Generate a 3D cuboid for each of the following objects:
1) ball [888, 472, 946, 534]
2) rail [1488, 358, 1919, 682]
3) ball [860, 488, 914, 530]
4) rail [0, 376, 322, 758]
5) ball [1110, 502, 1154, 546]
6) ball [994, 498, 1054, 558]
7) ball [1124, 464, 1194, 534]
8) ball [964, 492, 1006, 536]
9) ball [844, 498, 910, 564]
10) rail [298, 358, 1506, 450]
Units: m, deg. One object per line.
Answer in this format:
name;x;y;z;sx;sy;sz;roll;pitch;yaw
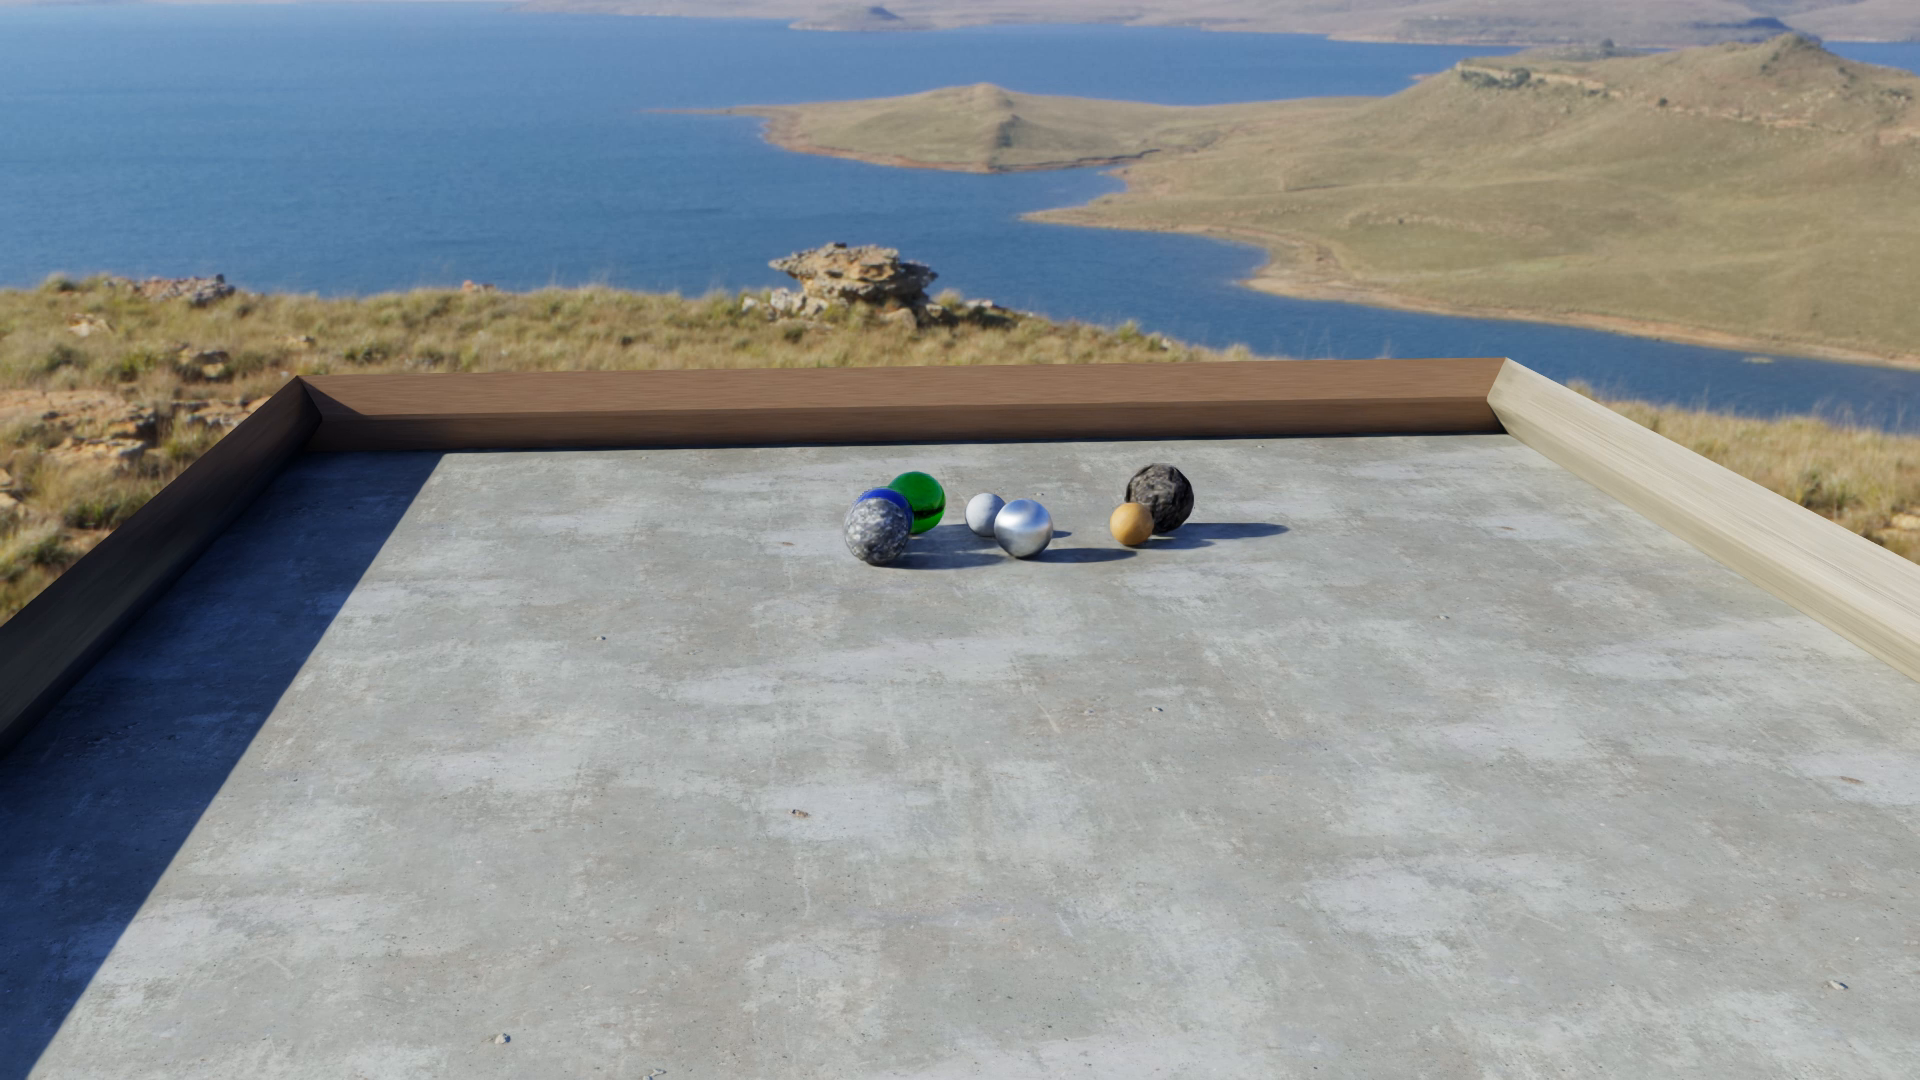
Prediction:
ball;-0.062;-0.052;3.026;0.086;0.086;0.086;0;14;0
rail;1.044;0.163;2.104;0.045;0.123;3.342;-1;14;-5
ball;-0.102;-0.030;2.953;0.080;0.080;0.080;0;14;0
rail;-0.898;0.205;1.939;0.045;0.123;3.342;-1;14;-5
ball;0.231;-0.021;2.962;0.060;0.060;0.060;0;14;0
ball;0.084;-0.015;2.899;0.078;0.078;0.078;0;14;0
ball;0.275;-0.057;3.029;0.095;0.095;0.095;0;14;0
ball;0.037;-0.034;3.011;0.060;0.060;0.060;0;14;0
ball;-0.110;-0.012;2.871;0.086;0.086;0.086;0;14;0
rail;-0.071;-0.221;3.612;1.997;0.123;0.045;-1;14;-5
